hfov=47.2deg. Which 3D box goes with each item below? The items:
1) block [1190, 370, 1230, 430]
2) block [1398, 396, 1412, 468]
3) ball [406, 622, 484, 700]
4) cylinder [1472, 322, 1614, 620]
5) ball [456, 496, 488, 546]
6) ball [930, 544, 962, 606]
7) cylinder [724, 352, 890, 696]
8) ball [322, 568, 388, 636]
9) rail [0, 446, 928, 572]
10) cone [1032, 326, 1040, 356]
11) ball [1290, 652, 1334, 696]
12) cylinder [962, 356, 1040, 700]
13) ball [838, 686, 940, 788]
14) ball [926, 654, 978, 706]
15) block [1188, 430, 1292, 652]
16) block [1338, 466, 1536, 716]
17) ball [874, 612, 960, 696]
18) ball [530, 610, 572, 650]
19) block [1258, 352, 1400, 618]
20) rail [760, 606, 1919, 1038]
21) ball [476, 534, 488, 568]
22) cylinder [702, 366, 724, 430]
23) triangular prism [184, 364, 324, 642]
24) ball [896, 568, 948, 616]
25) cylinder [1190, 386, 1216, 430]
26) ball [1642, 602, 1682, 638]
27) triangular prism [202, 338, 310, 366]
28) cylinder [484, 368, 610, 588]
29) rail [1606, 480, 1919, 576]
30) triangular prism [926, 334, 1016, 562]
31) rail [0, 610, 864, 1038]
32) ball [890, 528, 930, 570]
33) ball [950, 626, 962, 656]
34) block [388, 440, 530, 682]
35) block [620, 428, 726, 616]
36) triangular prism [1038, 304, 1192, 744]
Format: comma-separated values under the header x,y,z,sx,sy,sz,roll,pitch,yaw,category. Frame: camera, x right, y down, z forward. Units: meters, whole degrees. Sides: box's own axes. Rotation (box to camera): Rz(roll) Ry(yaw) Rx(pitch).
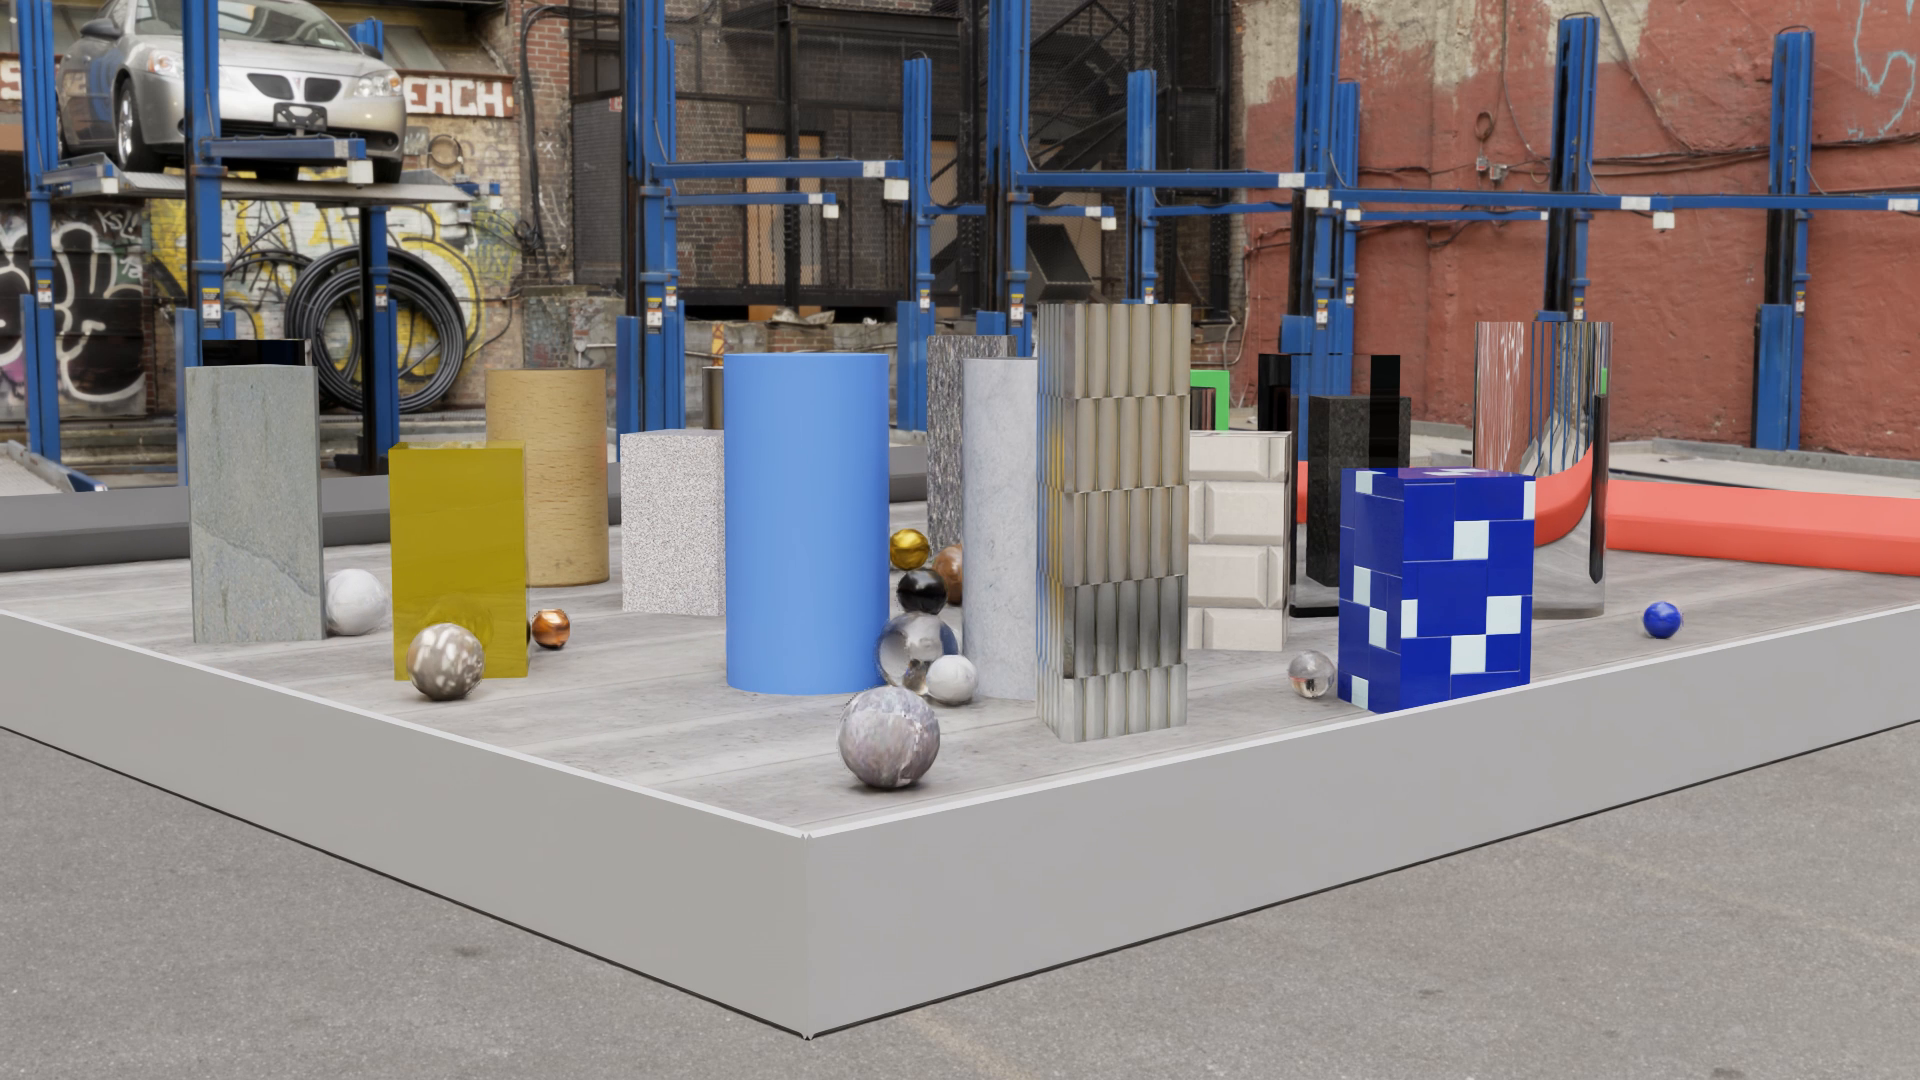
x,y,z,sx,sy,sz,roll,pitch,yaw,category
0.376,-0.140,3.996,0.157,0.335,0.157,-4,7,-35,block
0.651,-0.089,3.665,0.157,0.303,0.157,0,6,-3,block
-0.590,0.139,2.519,0.088,0.088,0.088,0,6,0,ball
0.856,-0.108,3.247,0.196,0.427,0.196,0,6,0,cylinder
-0.907,-0.037,4.162,0.096,0.096,0.096,0,6,0,ball
0.001,0.052,3.323,0.093,0.093,0.093,0,6,0,ball
-0.182,-0.025,2.628,0.196,0.392,0.196,0,6,0,cylinder
-0.832,0.085,3.017,0.092,0.092,0.092,0,6,0,ball
-0.941,-0.073,4.346,2.858,0.127,0.045,-5,8,-42,rail
0.110,-0.085,2.929,0.196,0.448,0.196,0,6,0,cone
0.405,0.155,2.536,0.051,0.051,0.051,0,6,0,ball
0.101,-0.020,2.595,0.196,0.388,0.196,0,6,0,cylinder
-0.066,0.184,2.053,0.096,0.096,0.096,0,6,0,ball
-0.009,0.158,2.484,0.058,0.058,0.058,0,6,0,ball
0.360,-0.003,2.956,0.157,0.280,0.157,1,6,12,block
0.531,0.056,2.465,0.157,0.264,0.157,-2,6,-15,block
-0.050,0.131,2.544,0.098,0.098,0.098,0,6,0,ball
-0.539,0.118,2.899,0.053,0.053,0.053,0,6,0,ball
0.543,-0.085,3.264,0.157,0.380,0.157,-2,6,-14,block
0.941,0.139,2.318,2.858,0.127,0.045,-5,8,-42,rail
-0.805,0.020,3.794,0.061,0.061,0.061,0,6,0,ball
-0.321,-0.106,3.594,0.196,0.352,0.196,0,6,0,cylinder
-0.956,-0.054,3.018,0.170,0.369,0.147,-1,6,-9,triangular prism
-0.054,0.077,3.172,0.075,0.075,0.075,0,6,0,ball
0.289,-0.068,3.347,0.196,0.327,0.196,0,6,0,cylinder
0.955,0.109,2.989,0.050,0.050,0.050,0,6,0,ball
-1.018,-0.101,3.314,0.170,0.401,0.147,2,6,17,triangular prism
-0.678,-0.106,3.614,0.196,0.349,0.196,0,6,0,cylinder
1.033,-0.066,4.280,0.045,0.127,2.822,-5,8,-42,rail
0.054,-0.162,3.894,0.170,0.400,0.147,5,8,37,triangular prism
-1.033,0.132,2.384,0.045,0.127,2.822,-5,8,-42,rail
-0.088,0.016,3.765,0.073,0.073,0.073,0,6,0,ball
-0.016,0.136,2.667,0.063,0.063,0.063,0,6,0,ball
-0.616,0.022,2.722,0.157,0.279,0.157,-1,6,-9,block
-0.399,-0.030,3.296,0.157,0.262,0.157,2,6,20,block
0.132,-0.026,2.352,0.170,0.451,0.147,-5,8,-38,triangular prism
